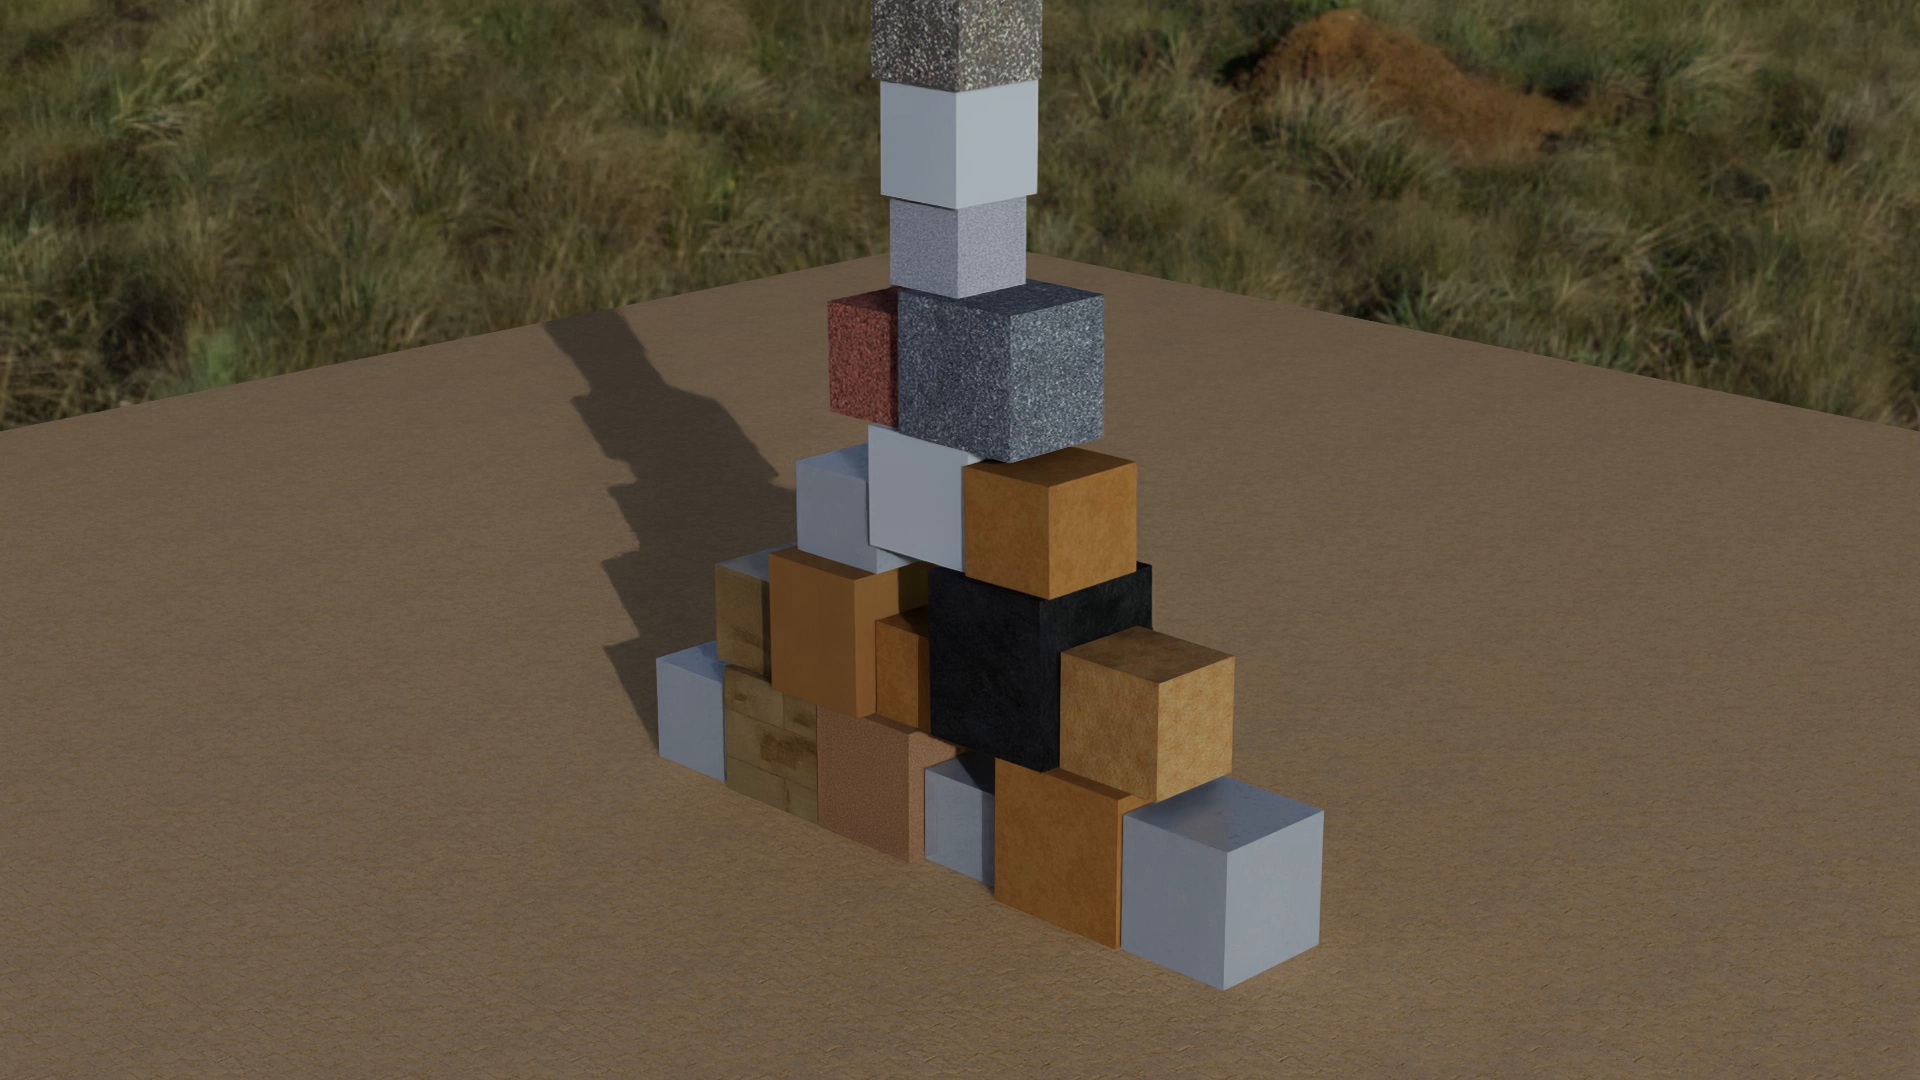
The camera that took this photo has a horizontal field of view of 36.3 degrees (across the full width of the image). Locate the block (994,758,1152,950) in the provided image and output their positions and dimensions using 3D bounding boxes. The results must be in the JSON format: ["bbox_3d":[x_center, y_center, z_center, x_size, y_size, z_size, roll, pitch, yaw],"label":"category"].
[{"bbox_3d":[0.648,1.295,13.063,0.659,0.697,0.731,-17,24,-42],"label":"block"}]

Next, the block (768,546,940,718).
[{"bbox_3d":[-0.444,0.372,13.903,0.693,0.674,0.590,-17,24,-42],"label":"block"}]

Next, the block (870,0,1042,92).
[{"bbox_3d":[-0.015,-2.260,12.642,0.507,0.538,0.536,-17,24,-42],"label":"block"}]

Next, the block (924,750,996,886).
[{"bbox_3d":[0.188,1.278,13.535,0.447,0.446,0.544,-17,24,-42],"label":"block"}]

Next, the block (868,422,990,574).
[{"bbox_3d":[0.000,-0.241,13.266,0.534,0.566,0.636,-17,23,-42],"label":"block"}]

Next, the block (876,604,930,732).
[{"bbox_3d":[-0.060,0.589,13.578,0.467,0.456,0.459,-17,24,-42],"label":"block"}]

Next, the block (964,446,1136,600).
[{"bbox_3d":[0.398,-0.091,12.871,0.561,0.502,0.509,-17,23,-42],"label":"block"}]

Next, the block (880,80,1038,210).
[{"bbox_3d":[-0.004,-1.764,12.812,0.504,0.511,0.467,-17,24,-42],"label":"block"}]

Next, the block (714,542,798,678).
[{"bbox_3d":[-0.825,0.345,14.316,0.530,0.485,0.503,-17,24,-42],"label":"block"}]

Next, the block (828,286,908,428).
[{"bbox_3d":[-0.251,-0.836,13.370,0.471,0.516,0.514,-17,23,-42],"label":"block"}]

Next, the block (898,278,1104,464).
[{"bbox_3d":[0.179,-0.773,12.929,0.593,0.647,0.689,-17,24,-42],"label":"block"}]

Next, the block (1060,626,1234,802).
[{"bbox_3d":[0.810,0.748,12.740,0.495,0.539,0.564,-17,24,-42],"label":"block"}]

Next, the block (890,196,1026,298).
[{"bbox_3d":[-0.009,-1.328,12.945,0.425,0.401,0.425,-17,24,-42],"label":"block"}]

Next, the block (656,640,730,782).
[{"bbox_3d":[-1.115,0.839,14.802,0.600,0.523,0.560,-17,24,-42],"label":"block"}]

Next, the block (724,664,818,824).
[{"bbox_3d":[-0.694,0.923,14.348,0.621,0.637,0.664,-17,24,-42],"label":"block"}]

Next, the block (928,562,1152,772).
[{"bbox_3d":[0.361,0.497,13.141,0.727,0.780,0.683,-17,23,-42],"label":"block"}]

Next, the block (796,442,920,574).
[{"bbox_3d":[-0.404,-0.157,13.742,0.480,0.433,0.545,-17,24,-42],"label":"block"}]

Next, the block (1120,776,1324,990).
[{"bbox_3d":[1.128,1.465,12.634,0.641,0.629,0.580,-17,24,-42],"label":"block"}]

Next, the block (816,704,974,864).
[{"bbox_3d":[-0.235,1.061,13.904,0.624,0.639,0.623,-17,24,-42],"label":"block"}]
